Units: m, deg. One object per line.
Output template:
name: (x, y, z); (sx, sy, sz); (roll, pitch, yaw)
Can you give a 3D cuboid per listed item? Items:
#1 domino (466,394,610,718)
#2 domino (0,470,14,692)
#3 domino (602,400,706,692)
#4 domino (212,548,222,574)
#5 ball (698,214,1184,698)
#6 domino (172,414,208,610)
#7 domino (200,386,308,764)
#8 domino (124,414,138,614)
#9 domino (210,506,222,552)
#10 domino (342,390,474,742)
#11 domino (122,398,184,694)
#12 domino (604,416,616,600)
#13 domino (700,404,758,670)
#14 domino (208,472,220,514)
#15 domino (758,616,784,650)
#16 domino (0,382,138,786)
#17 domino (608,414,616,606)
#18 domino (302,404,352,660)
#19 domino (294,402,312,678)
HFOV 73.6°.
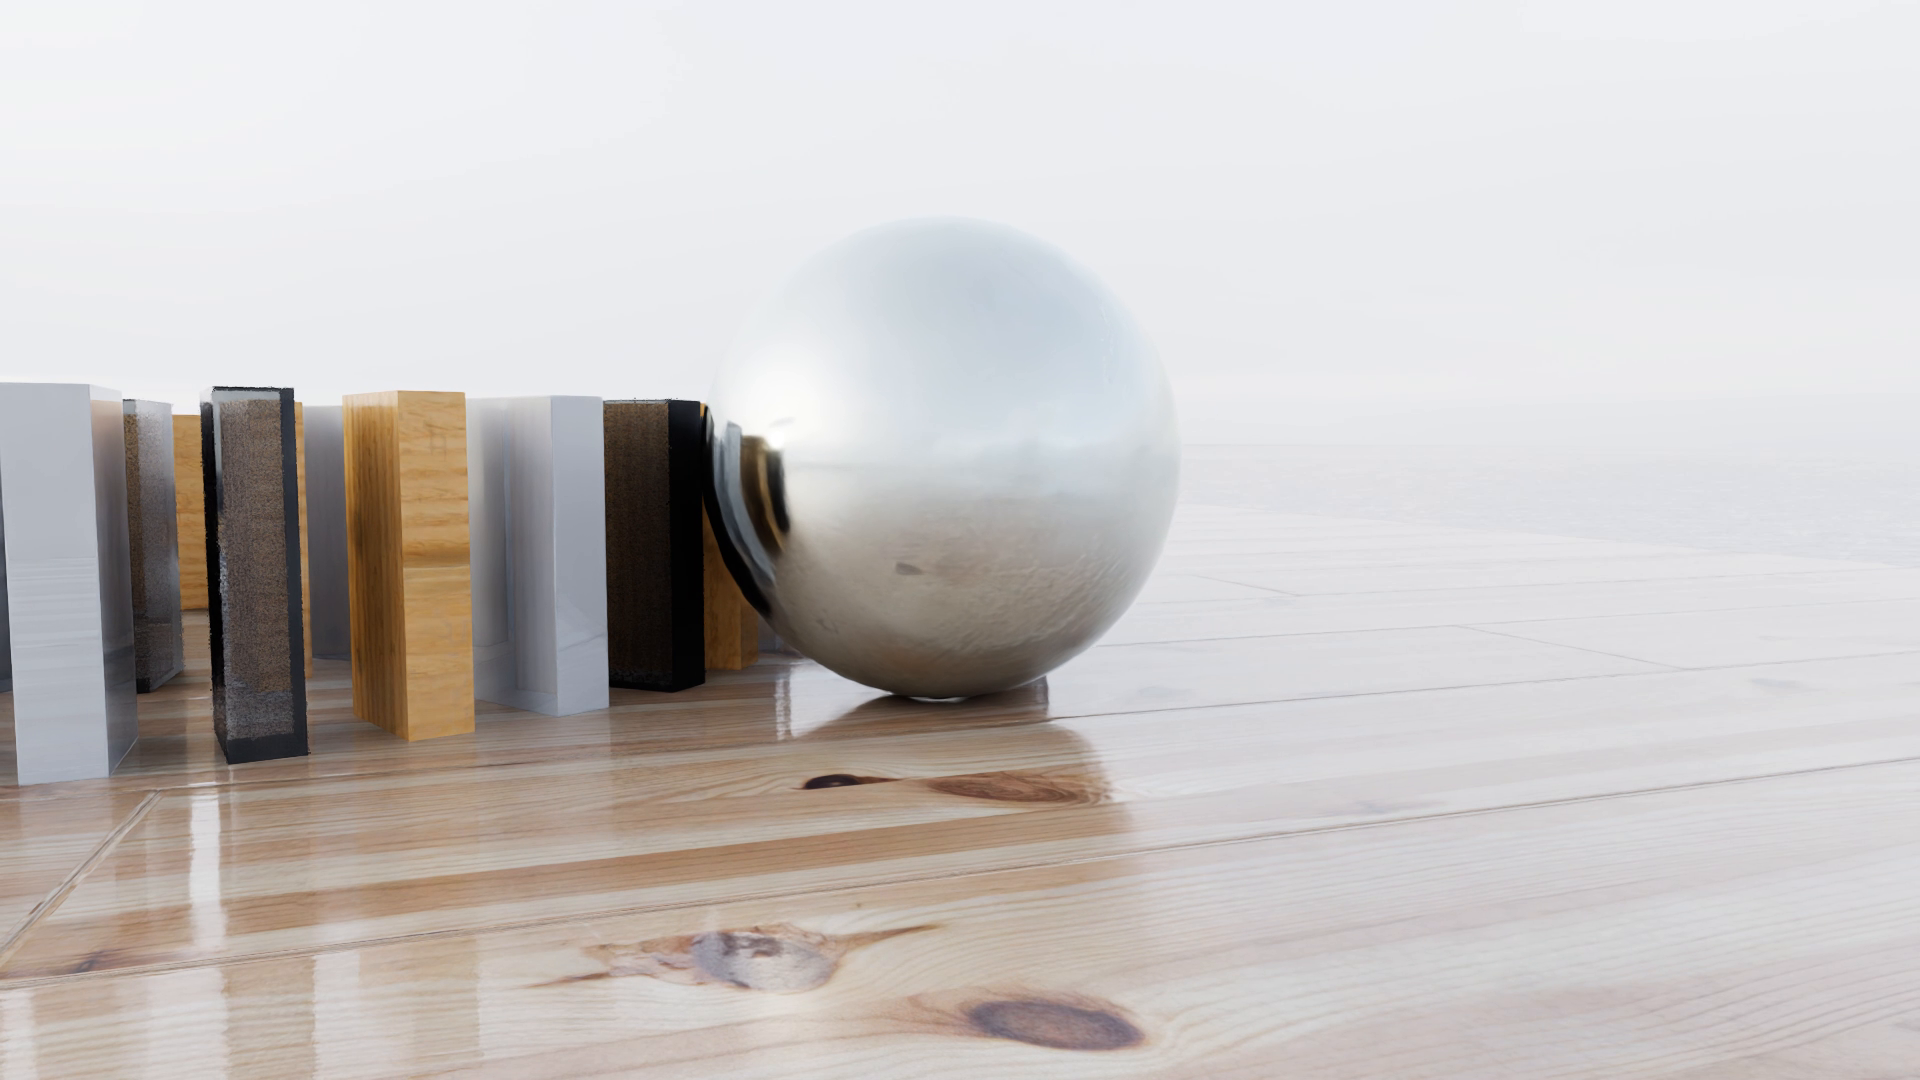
domino: (-0.069, 0.002, 0.209); (0.025, 0.050, 0.010); (3, 5, 38)
domino: (-0.168, 0.001, 0.226); (0.010, 0.050, 0.025); (1, 4, 7)
domino: (-0.059, 0.001, 0.227); (0.025, 0.050, 0.009); (2, 5, 23)
domino: (-0.252, -0.004, 0.391); (0.050, 0.009, 0.025); (36, -16, -31)
ball: (-0.003, -0.014, 0.216); (0.080, 0.080, 0.080); (0, 4, 0)
domino: (-0.208, -0.008, 0.338); (0.025, 0.050, 0.010); (3, 5, 36)
domino: (-0.100, 0.004, 0.181); (0.010, 0.050, 0.025); (-3, 5, -34)
domino: (-0.219, -0.006, 0.320); (0.025, 0.050, 0.010); (2, 5, 24)
domino: (-0.237, -0.005, 0.404); (0.050, 0.009, 0.025); (33, -11, -25)
domino: (-0.084, 0.003, 0.194); (0.009, 0.050, 0.025); (-4, 6, -42)
domino: (-0.147, 0.000, 0.228); (0.010, 0.050, 0.025); (-2, 5, -20)
domino: (-0.096, -0.009, 0.355); (0.010, 0.050, 0.025); (3, 5, 34)
domino: (-0.053, -0.001, 0.247); (0.025, 0.050, 0.010); (1, 4, 10)
domino: (-0.219, -0.005, 0.415); (0.050, 0.009, 0.025); (31, -6, -19)
domino: (-0.050, -0.003, 0.267); (0.025, 0.050, 0.010); (0, 4, 2)
domino: (-0.118, 0.005, 0.171); (0.010, 0.050, 0.025); (-2, 5, -25)
domino: (-0.080, -0.008, 0.342); (0.010, 0.050, 0.025); (4, 6, 43)
domino: (-0.116, -0.001, 0.254); (0.025, 0.050, 0.009); (1, 5, 18)
domino: (-0.129, 0.000, 0.238); (0.009, 0.050, 0.025); (-4, 6, -39)
